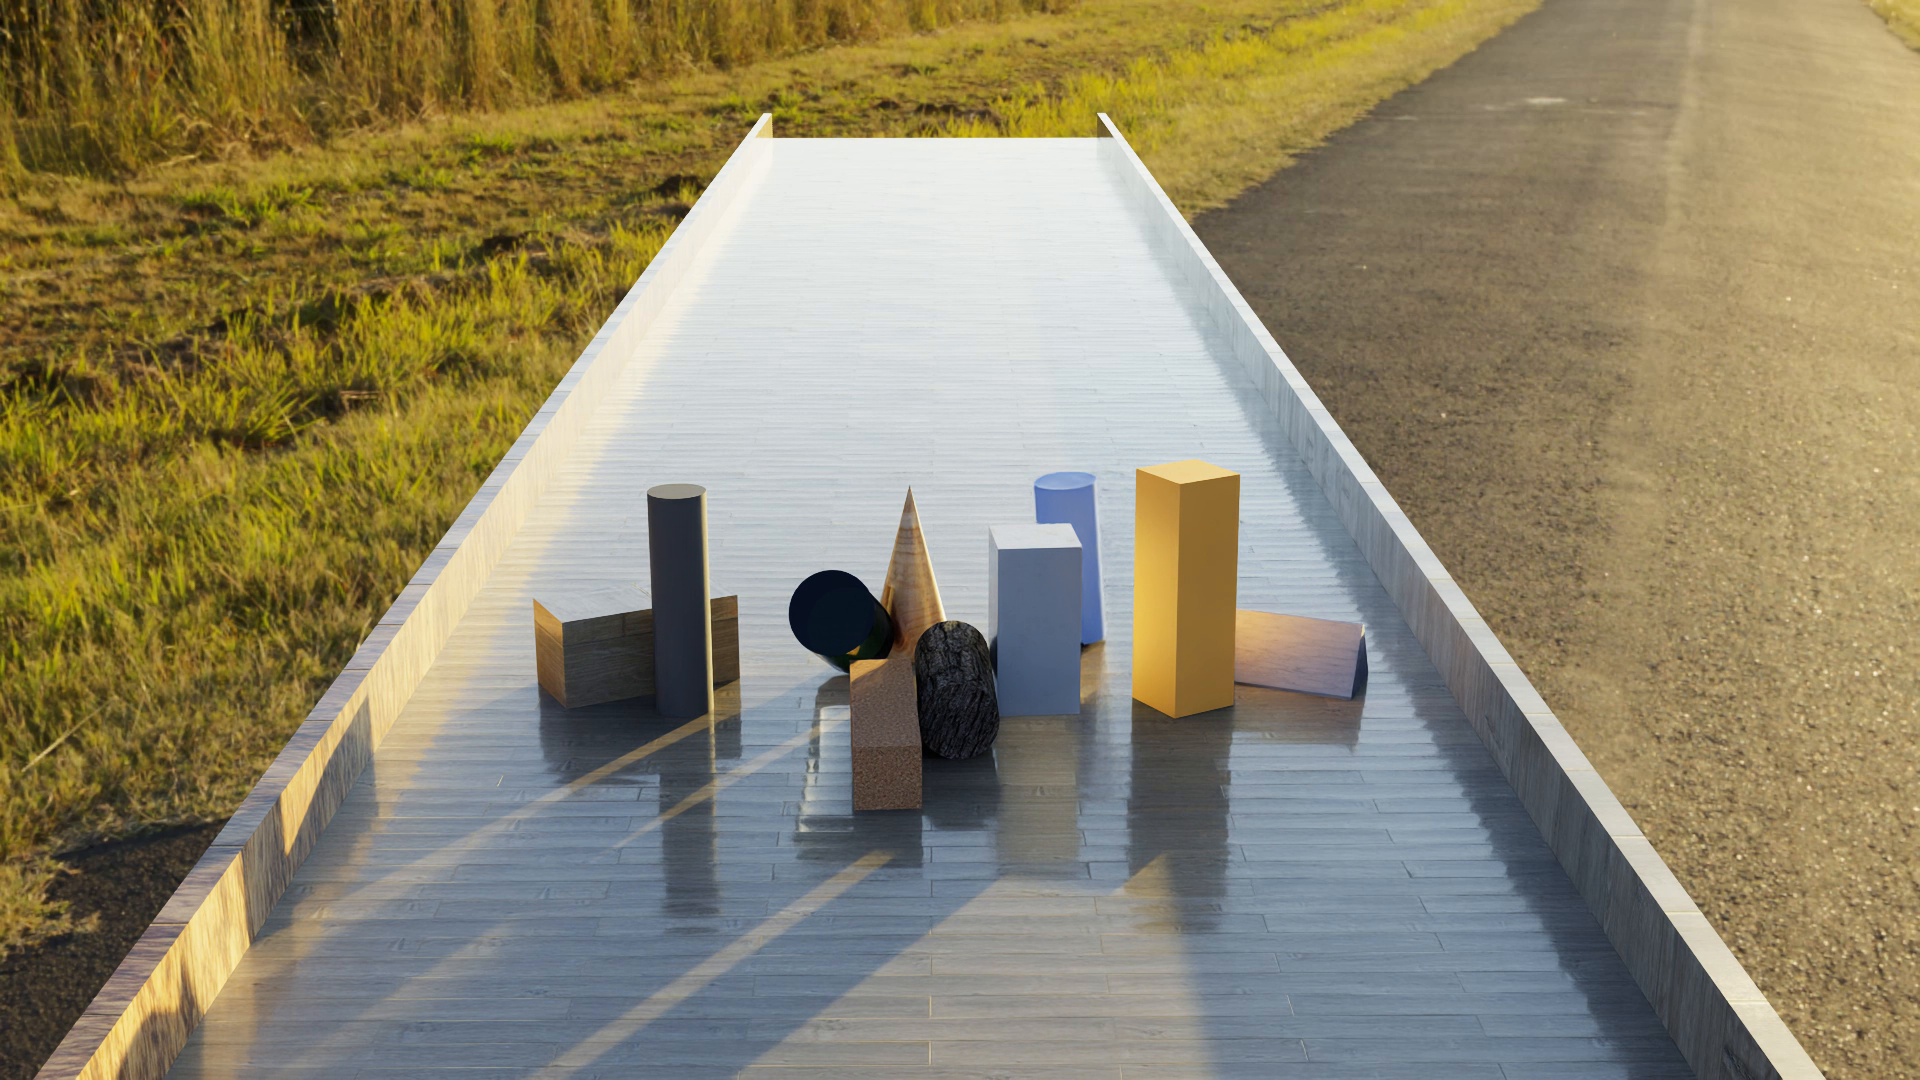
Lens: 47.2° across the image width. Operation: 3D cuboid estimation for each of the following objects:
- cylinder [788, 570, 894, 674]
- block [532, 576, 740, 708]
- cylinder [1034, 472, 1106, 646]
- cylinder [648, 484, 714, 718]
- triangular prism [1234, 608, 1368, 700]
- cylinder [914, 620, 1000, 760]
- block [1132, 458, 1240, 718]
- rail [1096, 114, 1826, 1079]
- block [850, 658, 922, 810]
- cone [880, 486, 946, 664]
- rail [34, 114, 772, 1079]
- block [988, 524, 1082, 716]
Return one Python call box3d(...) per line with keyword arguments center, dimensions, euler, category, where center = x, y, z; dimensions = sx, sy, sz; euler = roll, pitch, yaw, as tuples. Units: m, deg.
box3d(center=(-0.220, 0.159, 4.165), dimensions=(0.158, 0.158, 0.371), euler=(1, -8, 4), category="cylinder")
box3d(center=(-0.629, 0.191, 4.282), dimensions=(0.354, 0.172, 0.172), euler=(-9, 19, -27), category="block")
box3d(center=(0.226, 0.038, 4.497), dimensions=(0.126, 0.334, 0.126), euler=(-4, 18, 1), category="cylinder")
box3d(center=(-0.521, 0.114, 4.099), dimensions=(0.108, 0.425, 0.108), euler=(0, 17, 0), category="cylinder")
box3d(center=(0.575, 0.200, 4.318), dimensions=(0.431, 0.128, 0.148), euler=(7, 17, 21), category="triangular prism")
box3d(center=(-0.009, 0.272, 4.061), dimensions=(0.143, 0.143, 0.349), euler=(-1, 17, -2), category="cylinder")
box3d(center=(0.423, 0.090, 4.130), dimensions=(0.137, 0.452, 0.137), euler=(-10, 18, -29), category="block")
box3d(center=(0.932, -0.844, 7.801), dimensions=(0.050, 0.150, 12.000), euler=(0, 17, -1), category="rail")
box3d(center=(-0.134, 0.338, 3.892), dimensions=(0.114, 0.114, 0.431), euler=(-1, 17, -4), category="block")
box3d(center=(-0.100, 0.056, 4.422), dimensions=(0.177, 0.351, 0.177), euler=(0, 17, 0), category="cone")
box3d(center=(-1.118, -0.838, 7.780), dimensions=(0.050, 0.150, 12.000), euler=(0, 17, -1), category="rail")
box3d(center=(0.140, 0.149, 4.150), dimensions=(0.156, 0.327, 0.156), euler=(-2, 17, -5), category="block")
